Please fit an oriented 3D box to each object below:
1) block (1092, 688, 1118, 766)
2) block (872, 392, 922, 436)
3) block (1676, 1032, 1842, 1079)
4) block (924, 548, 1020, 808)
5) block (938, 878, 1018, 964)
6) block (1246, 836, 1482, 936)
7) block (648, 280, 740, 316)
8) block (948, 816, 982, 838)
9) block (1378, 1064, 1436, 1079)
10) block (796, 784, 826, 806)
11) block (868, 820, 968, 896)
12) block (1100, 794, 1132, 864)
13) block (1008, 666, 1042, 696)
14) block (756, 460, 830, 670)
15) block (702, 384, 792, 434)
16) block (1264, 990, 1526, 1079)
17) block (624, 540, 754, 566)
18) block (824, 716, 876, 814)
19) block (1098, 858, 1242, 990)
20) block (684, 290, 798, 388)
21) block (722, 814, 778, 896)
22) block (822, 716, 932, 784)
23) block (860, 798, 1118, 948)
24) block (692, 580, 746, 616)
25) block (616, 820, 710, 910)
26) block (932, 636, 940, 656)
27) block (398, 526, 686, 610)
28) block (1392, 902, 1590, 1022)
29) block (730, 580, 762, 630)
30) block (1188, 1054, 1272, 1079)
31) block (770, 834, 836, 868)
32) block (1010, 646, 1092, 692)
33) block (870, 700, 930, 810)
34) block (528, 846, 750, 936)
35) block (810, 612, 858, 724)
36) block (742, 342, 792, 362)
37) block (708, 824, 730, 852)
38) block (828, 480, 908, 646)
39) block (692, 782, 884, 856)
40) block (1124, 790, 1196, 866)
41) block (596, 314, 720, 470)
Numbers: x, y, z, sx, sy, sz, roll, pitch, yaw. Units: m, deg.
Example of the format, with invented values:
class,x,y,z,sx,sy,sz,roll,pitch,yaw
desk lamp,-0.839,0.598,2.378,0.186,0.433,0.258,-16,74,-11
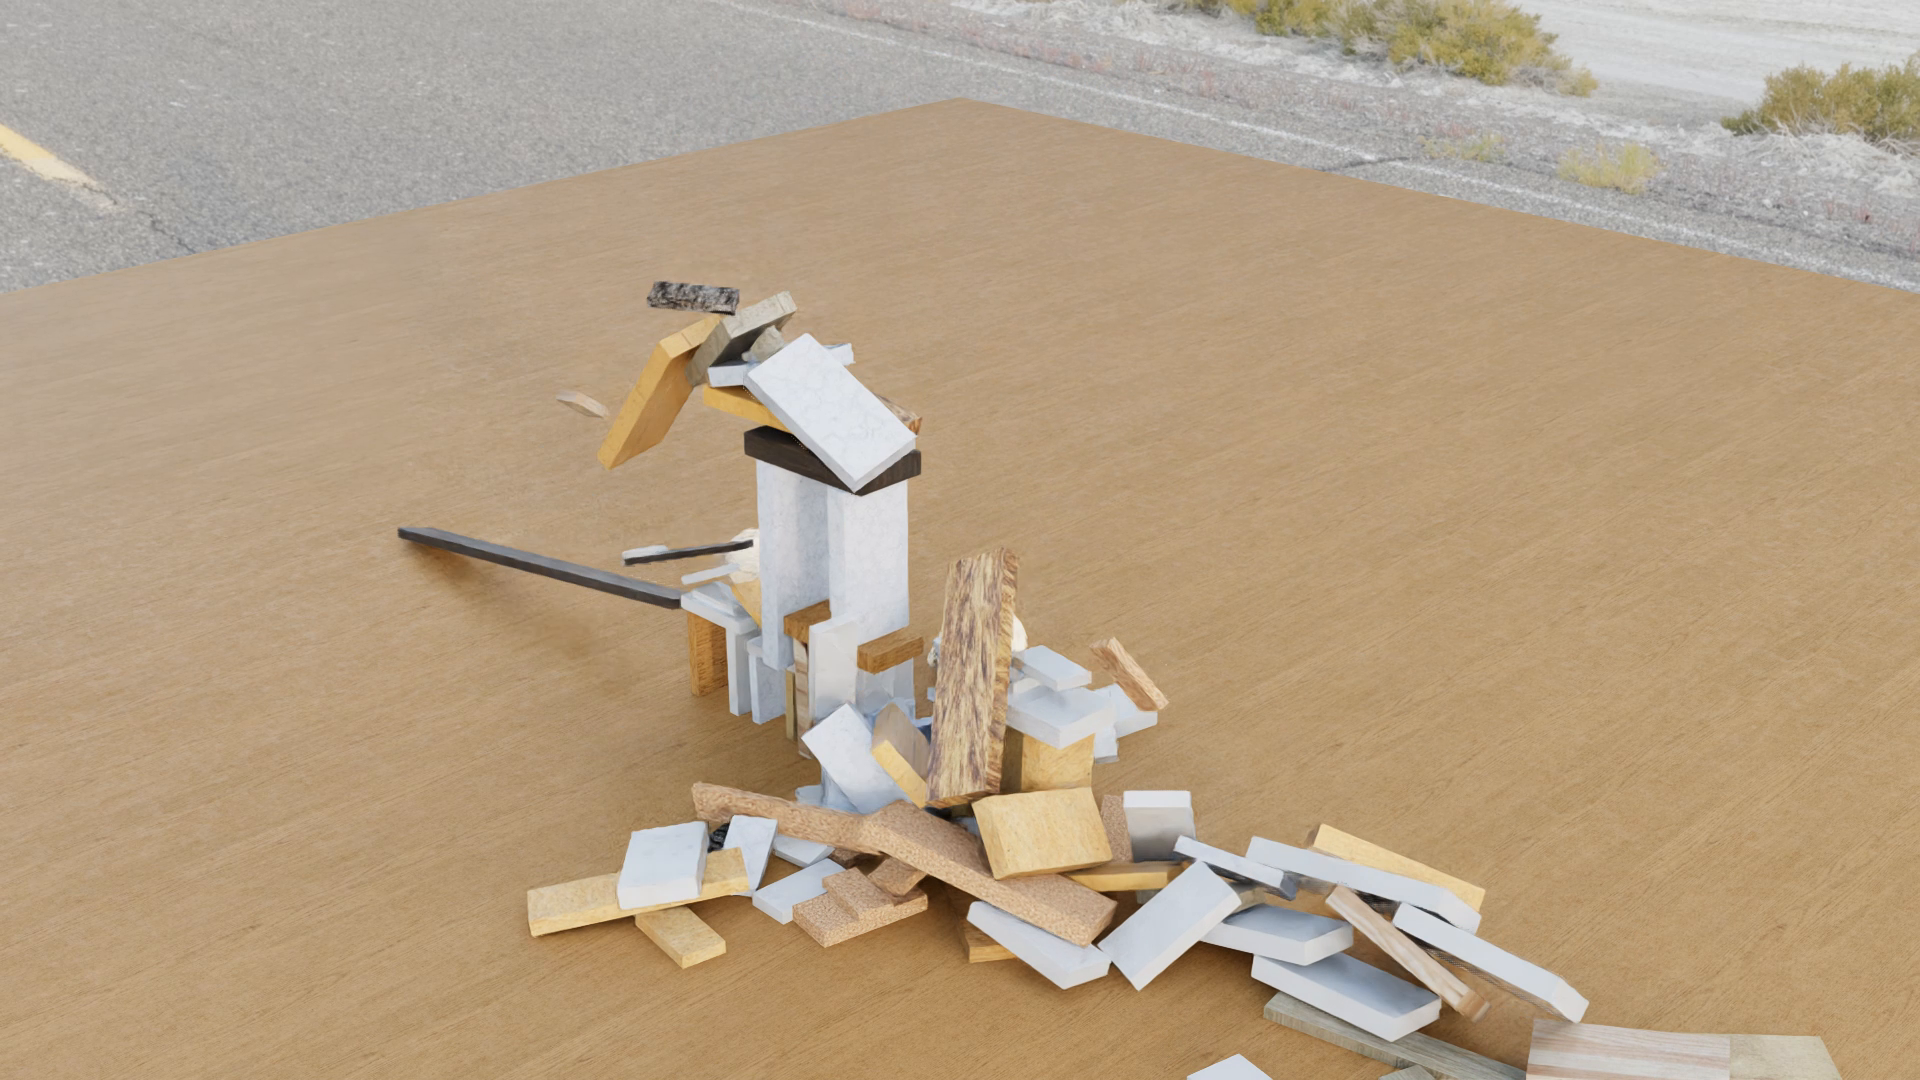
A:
class,x,y,z,sx,sy,sz,roll,pitch,yaw
block,0.138,0.401,4.469,0.352,0.041,0.143,-9,64,5
block,-0.230,-0.264,4.419,0.283,0.040,0.141,28,35,31
block,1.285,0.880,3.632,0.307,0.043,0.153,1,23,3
block,0.024,0.258,4.163,0.146,0.492,0.041,-16,-33,38
block,0.038,0.680,4.118,0.111,0.031,0.333,-5,23,-11
block,0.718,0.621,3.940,0.401,0.044,0.155,10,-19,42
block,-0.532,-0.484,4.402,0.172,0.024,0.086,5,27,-1
block,-0.022,0.576,4.293,0.184,0.026,0.092,-9,16,31
block,0.761,0.917,3.571,0.082,0.023,0.164,-11,25,-24
block,-0.162,0.513,4.454,0.342,0.020,0.071,-5,49,-24
block,-0.078,0.599,4.172,0.084,0.024,0.203,6,32,40
block,0.310,0.583,4.359,0.079,0.022,0.264,4,23,9
block,0.072,0.244,4.250,0.095,0.027,0.189,-20,30,-38
block,-0.339,0.032,4.603,0.048,0.462,0.170,21,30,40
block,-0.380,-0.284,4.538,0.283,0.040,0.141,19,30,35
block,0.875,0.892,3.629,0.792,0.023,0.082,15,27,31
block,-0.608,0.028,4.900,0.053,0.015,0.417,-18,7,-43
block,-0.208,0.459,4.392,0.113,0.032,0.226,13,56,-16
block,0.375,0.688,3.938,0.243,0.034,0.121,-39,33,-7
block,-0.459,-0.414,4.567,0.158,0.045,0.317,-27,-4,-26
block,-0.413,0.607,4.228,0.089,0.025,0.177,6,41,7
block,-0.157,0.442,4.513,0.265,0.115,0.033,-10,24,-28
block,0.052,0.610,4.053,0.465,0.043,0.153,23,16,17
block,-0.518,0.128,4.837,0.138,0.020,0.069,21,31,40
block,-0.551,0.604,4.101,0.143,0.041,0.286,-9,14,-1
block,0.034,0.283,4.836,0.033,0.115,0.230,-31,24,-28
block,-1.022,0.060,5.349,0.086,0.024,1.168,-5,11,-45
block,0.898,0.718,3.734,0.310,0.044,0.155,23,-11,41
block,-0.420,0.157,4.771,0.069,0.020,0.180,-11,48,-42
block,0.480,0.918,3.557,0.111,0.031,0.221,-15,27,-31
block,-0.320,0.595,4.299,0.145,0.021,0.072,17,45,39
block,0.170,0.243,4.177,0.079,0.022,0.158,-11,23,-31
block,-0.105,0.417,4.294,0.041,0.146,0.292,-40,7,7
block,-0.602,0.656,4.111,0.406,0.032,0.113,-11,23,-8
block,-0.251,0.254,4.345,0.092,0.239,0.026,-20,44,-26
block,-0.372,-0.385,4.488,0.141,0.020,0.071,0,17,43
block,-0.447,0.595,4.326,0.089,0.025,0.177,12,26,26
block,-0.184,0.036,4.436,0.170,0.340,0.048,-21,31,-40
block,-0.338,0.543,4.293,0.426,0.072,0.021,7,30,28
block,0.383,0.548,4.173,0.121,0.243,0.034,-1,56,10
block,-0.658,-0.319,4.826,0.158,0.519,0.045,-33,81,-34
